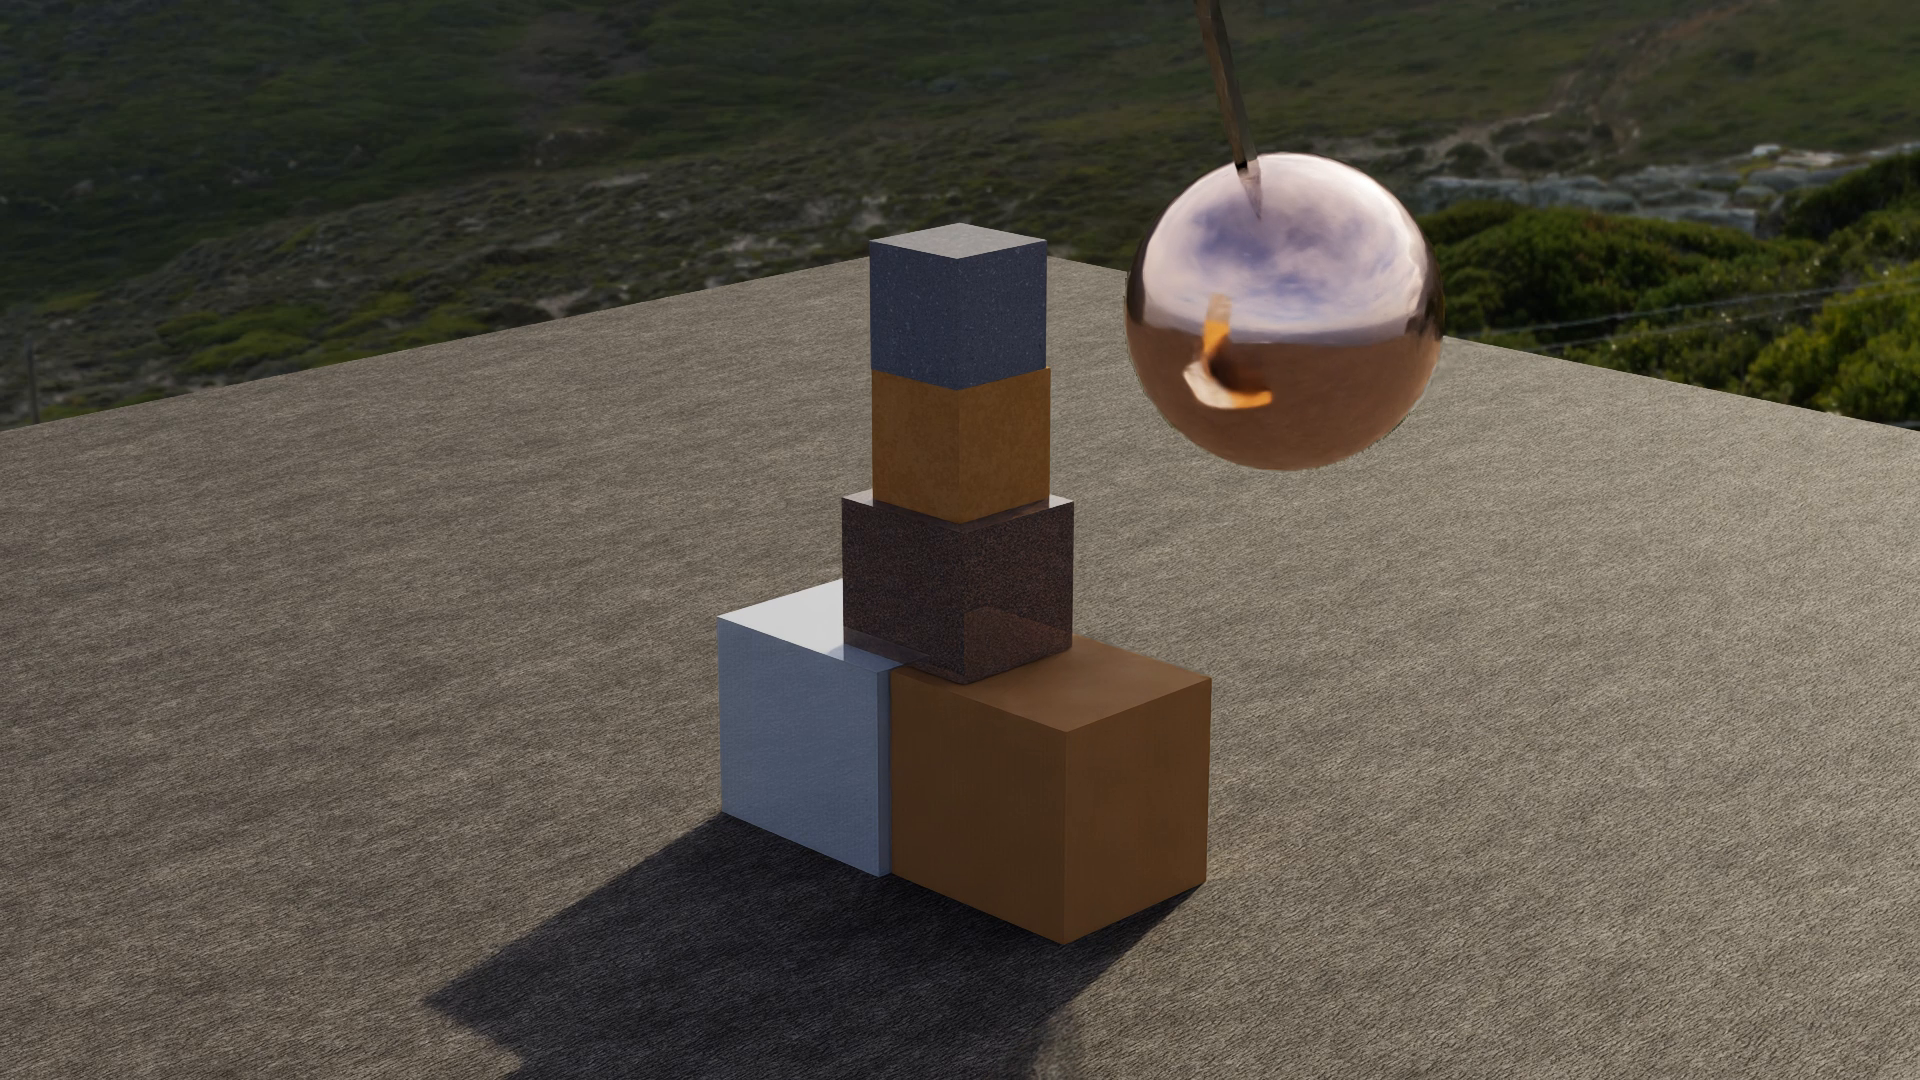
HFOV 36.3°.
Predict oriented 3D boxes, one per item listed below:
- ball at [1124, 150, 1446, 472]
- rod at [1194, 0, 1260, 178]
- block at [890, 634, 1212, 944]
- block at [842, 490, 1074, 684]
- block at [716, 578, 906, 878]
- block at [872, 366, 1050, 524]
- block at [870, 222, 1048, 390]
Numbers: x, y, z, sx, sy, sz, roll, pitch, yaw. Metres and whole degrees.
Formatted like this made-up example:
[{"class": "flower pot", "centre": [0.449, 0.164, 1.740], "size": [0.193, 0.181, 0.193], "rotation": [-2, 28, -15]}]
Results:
[{"class": "ball", "centre": [1.623, -1.143, 14.683], "size": [1.600, 1.600, 1.600], "rotation": [0, 17, 0]}, {"class": "rod", "centre": [0.703, -3.864, 12.864], "size": [0.080, 5.200, 0.080], "rotation": [17, 46, 42]}, {"class": "block", "centre": [0.406, 1.073, 13.279], "size": [0.951, 0.990, 1.080], "rotation": [-17, 24, -42]}, {"class": "block", "centre": [-0.011, 0.149, 13.377], "size": [0.703, 0.702, 0.786], "rotation": [-17, 24, -42]}, {"class": "block", "centre": [-0.398, 0.844, 13.998], "size": [1.029, 0.996, 1.102], "rotation": [-17, 24, -42]}, {"class": "block", "centre": [0.005, -0.480, 13.196], "size": [0.579, 0.607, 0.554], "rotation": [-17, 24, -42]}, {"class": "block", "centre": [-0.007, -1.043, 13.006], "size": [0.562, 0.582, 0.546], "rotation": [-17, 24, -42]}]
